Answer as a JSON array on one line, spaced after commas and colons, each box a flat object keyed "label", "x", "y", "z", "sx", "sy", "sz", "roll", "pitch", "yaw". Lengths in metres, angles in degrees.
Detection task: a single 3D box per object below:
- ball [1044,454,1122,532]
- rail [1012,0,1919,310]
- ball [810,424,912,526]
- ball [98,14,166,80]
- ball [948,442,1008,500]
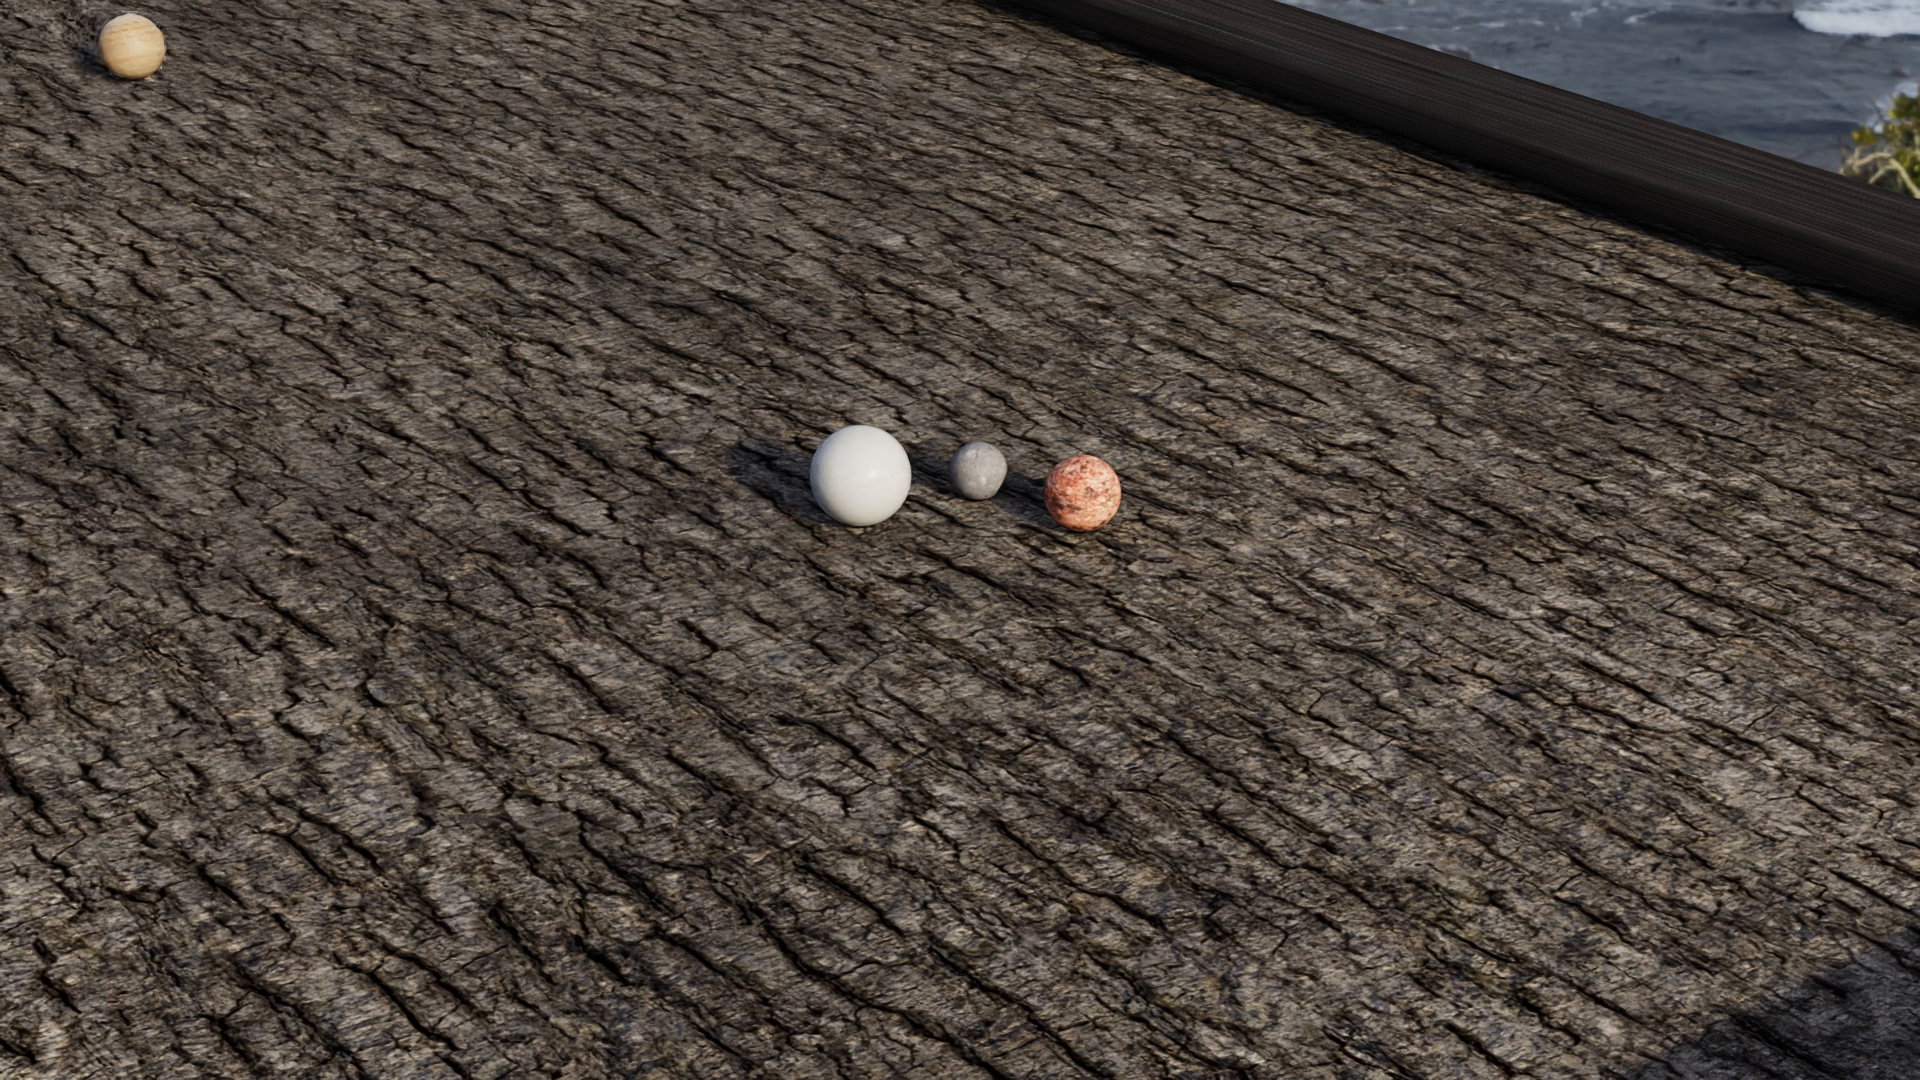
[{"label": "ball", "x": 0.093, "y": -0.036, "z": 2.243, "sx": 0.059, "sy": 0.059, "sz": 0.059, "roll": 0, "pitch": 25, "yaw": 0}, {"label": "rail", "x": 0.251, "y": -0.599, "z": 3.402, "sx": 0.045, "sy": 0.102, "sz": 3.838, "roll": -17, "pitch": 30, "yaw": -32}, {"label": "ball", "x": -0.076, "y": -0.049, "z": 2.250, "sx": 0.078, "sy": 0.078, "sz": 0.078, "roll": 0, "pitch": 25, "yaw": 0}, {"label": "ball", "x": -0.946, "y": -0.563, "z": 3.358, "sx": 0.074, "sy": 0.074, "sz": 0.074, "roll": 0, "pitch": 25, "yaw": 0}, {"label": "ball", "x": 0.014, "y": -0.054, "z": 2.299, "sx": 0.046, "sy": 0.046, "sz": 0.046, "roll": 0, "pitch": 25, "yaw": 0}]
